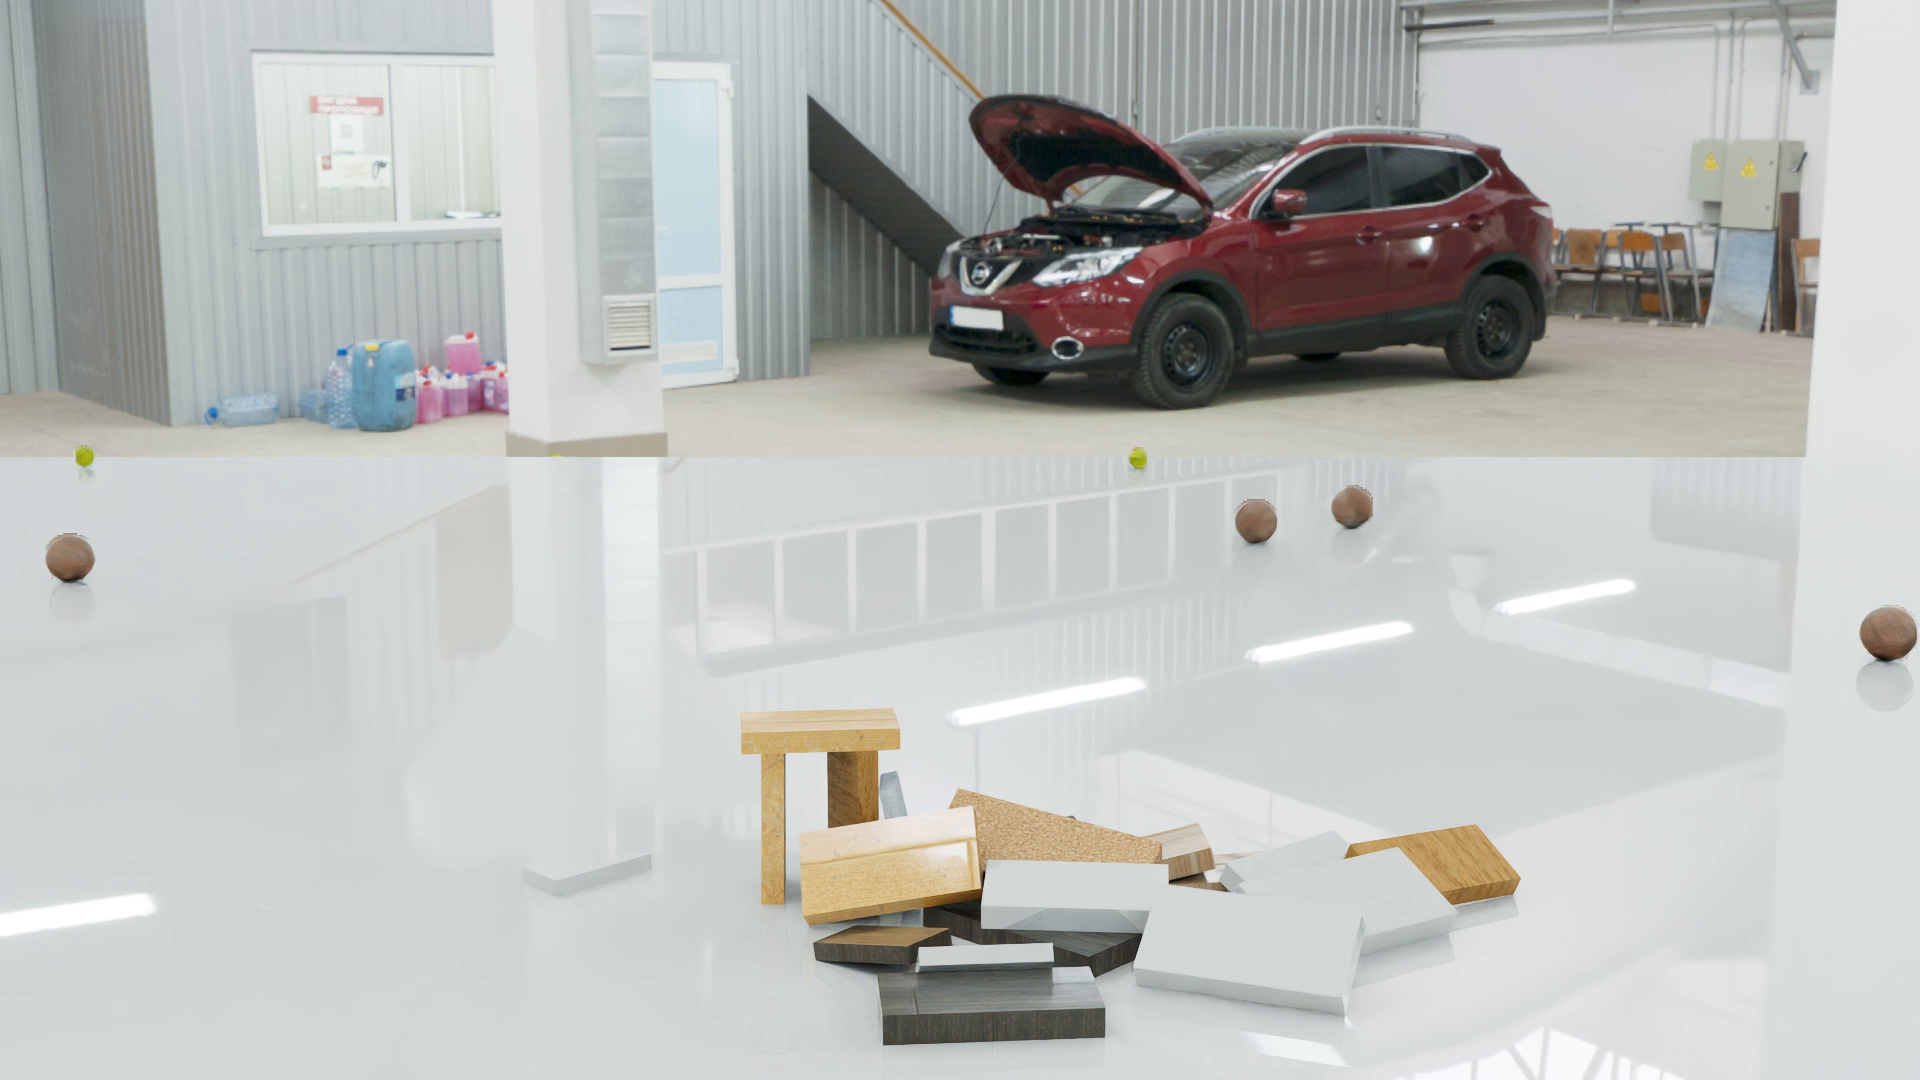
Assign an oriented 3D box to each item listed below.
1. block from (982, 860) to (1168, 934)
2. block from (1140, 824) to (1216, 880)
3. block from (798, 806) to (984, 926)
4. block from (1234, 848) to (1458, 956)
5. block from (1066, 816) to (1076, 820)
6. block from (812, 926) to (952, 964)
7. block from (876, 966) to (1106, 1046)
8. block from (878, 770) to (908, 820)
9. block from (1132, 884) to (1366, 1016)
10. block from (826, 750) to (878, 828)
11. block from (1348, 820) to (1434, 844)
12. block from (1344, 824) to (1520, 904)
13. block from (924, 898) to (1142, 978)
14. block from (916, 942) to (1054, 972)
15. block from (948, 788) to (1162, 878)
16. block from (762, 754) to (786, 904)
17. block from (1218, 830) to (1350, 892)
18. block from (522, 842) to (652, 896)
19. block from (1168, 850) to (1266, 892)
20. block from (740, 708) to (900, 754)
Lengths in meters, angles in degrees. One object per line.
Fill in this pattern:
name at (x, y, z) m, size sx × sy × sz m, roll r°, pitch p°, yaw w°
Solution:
block at (0.182, 0.559, 3.451) m, size 0.288 × 0.041 × 0.144 m, roll 1°, pitch 21°, yaw 5°
block at (0.284, 0.541, 3.667) m, size 0.264 × 0.037 × 0.132 m, roll -14°, pitch 11°, yaw -1°
block at (-0.111, 0.522, 3.527) m, size 0.288 × 0.144 × 0.041 m, roll -10°, pitch -33°, yaw 6°
block at (0.602, 0.577, 3.442) m, size 0.333 × 0.044 × 0.156 m, roll -7°, pitch 39°, yaw -32°
block at (0.110, 0.515, 3.690) m, size 0.197 × 0.028 × 0.099 m, roll -15°, pitch 11°, yaw -8°
block at (-0.118, 0.615, 3.347) m, size 0.196 × 0.028 × 0.098 m, roll -7°, pitch 4°, yaw 41°
block at (0.041, 0.665, 3.145) m, size 0.312 × 0.044 × 0.156 m, roll -1°, pitch 11°, yaw -5°
block at (-0.098, 0.492, 3.651) m, size 0.028 × 0.197 × 0.099 m, roll -12°, pitch 10°, yaw 3°
block at (0.429, 0.603, 3.255) m, size 0.312 × 0.044 × 0.156 m, roll 4°, pitch 46°, yaw 21°
block at (-0.178, 0.462, 3.652) m, size 0.037 × 0.258 × 0.129 m, roll -5°, pitch 12°, yaw -26°
block at (0.745, 0.547, 3.800) m, size 0.132 × 0.037 × 0.265 m, roll 9°, pitch 14°, yaw 40°
block at (0.782, 0.545, 3.643) m, size 0.265 × 0.037 × 0.132 m, roll -4°, pitch 38°, yaw -27°
block at (0.111, 0.612, 3.450) m, size 0.341 × 0.037 × 0.132 m, roll 9°, pitch 14°, yaw 42°
block at (0.035, 0.627, 3.242) m, size 0.196 × 0.028 × 0.098 m, roll -1°, pitch -29°, yaw -5°
block at (0.138, 0.517, 3.598) m, size 0.358 × 0.041 × 0.144 m, roll 13°, pitch 49°, yaw 18°
block at (-0.310, 0.461, 3.657) m, size 0.037 × 0.258 × 0.129 m, roll 0°, pitch 10°, yaw -3°
block at (0.562, 0.557, 3.593) m, size 0.264 × 0.037 × 0.132 m, roll -9°, pitch 41°, yaw -40°
block at (-0.635, 0.560, 3.753) m, size 0.098 × 0.028 × 0.196 m, roll 10°, pitch 15°, yaw 44°
block at (0.457, 0.567, 3.692) m, size 0.264 × 0.037 × 0.132 m, roll -3°, pitch 11°, yaw -14°
block at (-0.233, 0.315, 3.632) m, size 0.258 × 0.037 × 0.129 m, roll -1°, pitch 11°, yaw -7°
